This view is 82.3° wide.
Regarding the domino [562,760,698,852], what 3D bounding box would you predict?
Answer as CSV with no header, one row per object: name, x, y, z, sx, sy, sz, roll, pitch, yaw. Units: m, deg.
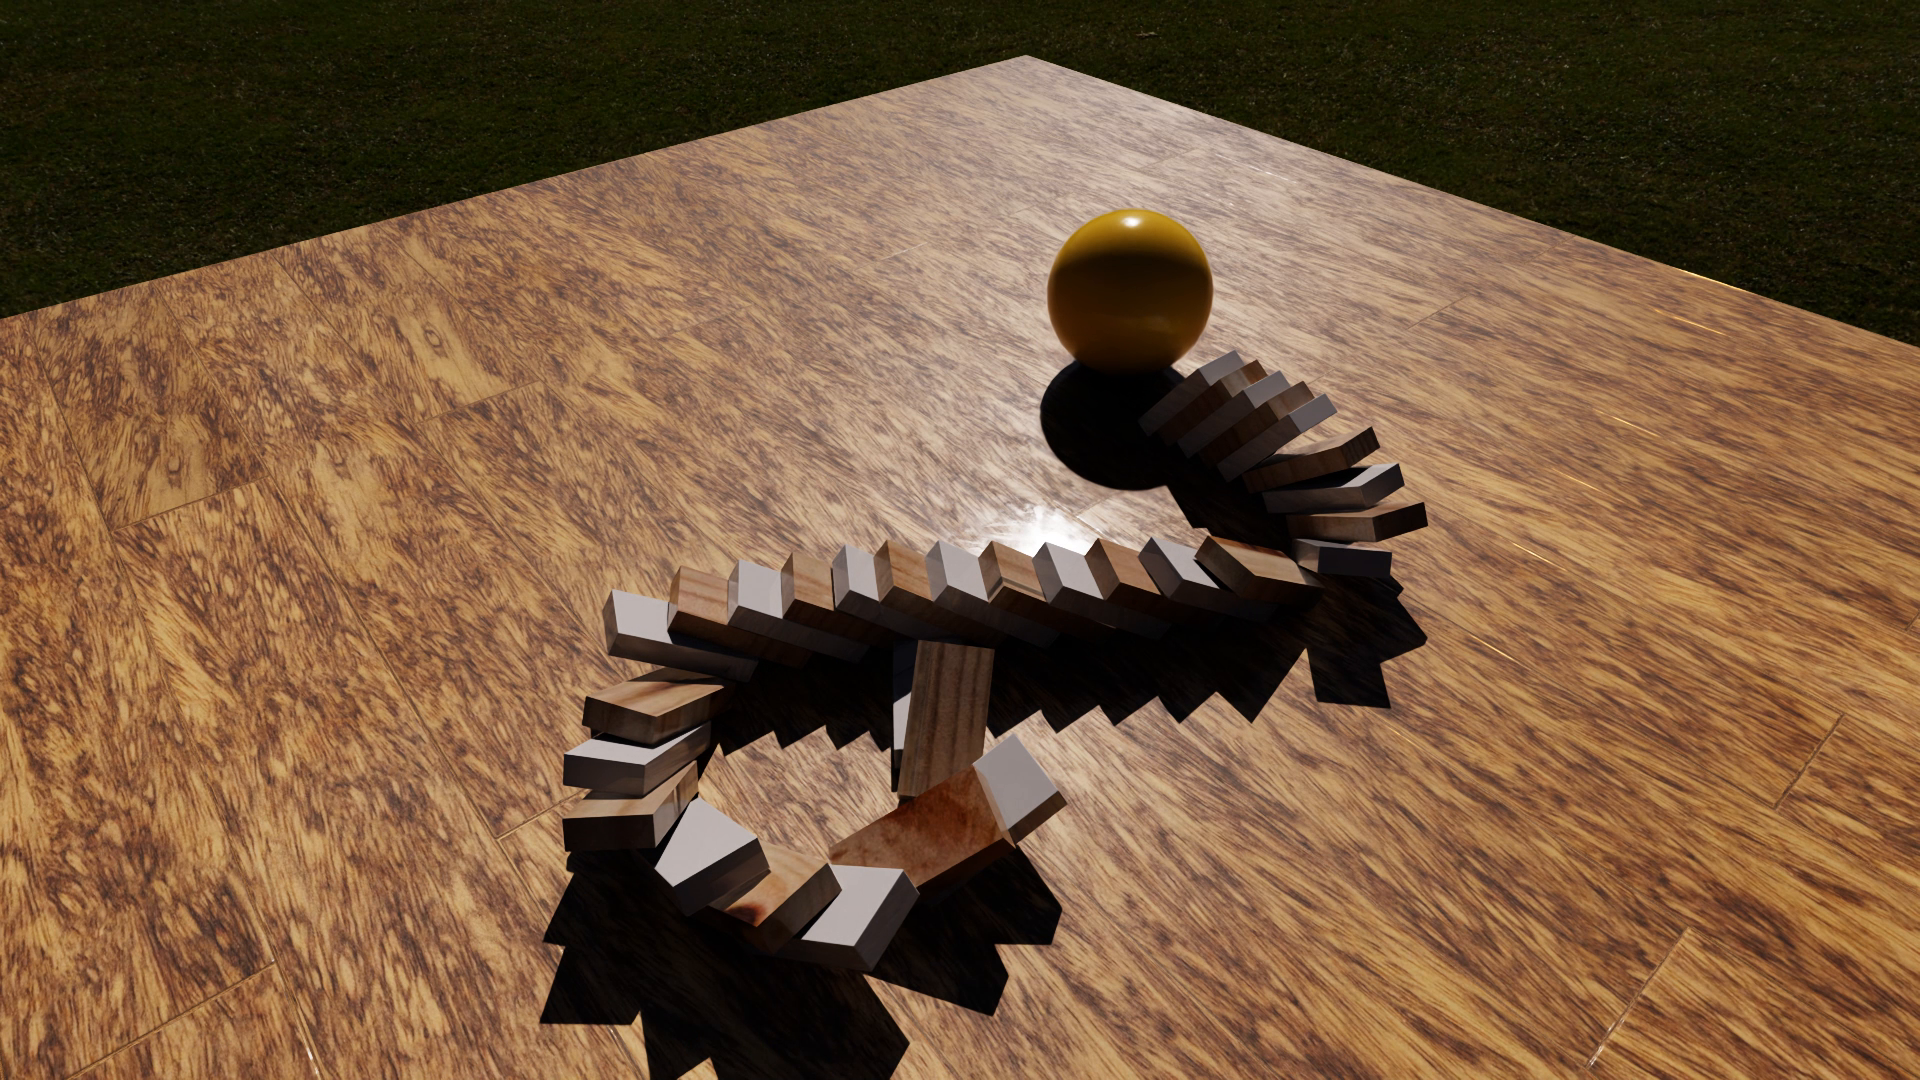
domino,-0.096,0.078,0.327,0.025,0.009,0.050,-3,5,0

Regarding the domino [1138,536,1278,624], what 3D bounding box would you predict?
domino,0.092,0.015,0.406,0.050,0.010,0.025,15,30,-32

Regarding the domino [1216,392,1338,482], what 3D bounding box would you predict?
domino,0.134,-0.043,0.467,0.025,0.050,0.009,-29,83,-30

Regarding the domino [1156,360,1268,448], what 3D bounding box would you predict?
domino,0.111,-0.060,0.488,0.025,0.050,0.010,-29,83,-30

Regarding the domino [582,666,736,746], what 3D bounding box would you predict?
domino,-0.097,0.053,0.359,0.025,0.009,0.050,13,9,15

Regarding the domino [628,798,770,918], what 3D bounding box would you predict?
domino,-0.076,0.089,0.315,0.025,0.009,0.050,-26,14,-28

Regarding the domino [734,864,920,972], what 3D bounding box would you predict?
domino,-0.038,0.102,0.300,0.050,0.009,0.025,-11,28,39

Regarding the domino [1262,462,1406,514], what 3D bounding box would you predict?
domino,0.151,-0.021,0.448,0.025,0.009,0.050,-27,13,-29

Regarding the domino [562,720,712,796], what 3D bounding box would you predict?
domino,-0.099,0.066,0.343,0.025,0.009,0.050,6,7,9

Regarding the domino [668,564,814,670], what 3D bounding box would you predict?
domino,-0.077,0.028,0.390,0.050,0.010,0.025,20,30,-24

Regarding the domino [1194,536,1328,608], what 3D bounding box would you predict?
domino,0.112,0.012,0.409,0.050,0.009,0.025,10,28,-42

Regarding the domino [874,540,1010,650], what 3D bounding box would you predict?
domino,-0.006,0.020,0.396,0.050,0.009,0.025,24,31,-27

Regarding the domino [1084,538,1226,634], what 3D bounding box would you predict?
domino,0.072,0.017,0.404,0.050,0.010,0.025,18,32,-28

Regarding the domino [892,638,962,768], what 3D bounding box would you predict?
domino,-0.010,0.055,0.376,0.025,0.009,0.050,-2,39,-3

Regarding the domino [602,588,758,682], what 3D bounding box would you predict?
domino,-0.097,0.033,0.382,0.050,0.010,0.025,17,25,-31

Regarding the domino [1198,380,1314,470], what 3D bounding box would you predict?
domino,0.127,-0.049,0.474,0.025,0.050,0.009,-29,83,-30

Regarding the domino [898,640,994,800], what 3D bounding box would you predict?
domino,-0.004,0.059,0.353,0.025,0.010,0.050,7,68,1

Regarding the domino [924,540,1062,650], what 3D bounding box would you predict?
domino,0.012,0.020,0.398,0.050,0.010,0.025,24,31,-27

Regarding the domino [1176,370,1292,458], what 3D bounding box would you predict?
domino,0.119,-0.054,0.481,0.025,0.050,0.009,-29,83,-30

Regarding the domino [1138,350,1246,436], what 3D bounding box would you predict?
domino,0.103,-0.065,0.494,0.025,0.050,0.010,-29,83,-30

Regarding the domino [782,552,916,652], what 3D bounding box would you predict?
domino,-0.039,0.023,0.396,0.050,0.010,0.025,21,33,-25

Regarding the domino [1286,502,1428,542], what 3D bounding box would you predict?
domino,0.154,-0.008,0.431,0.025,0.010,0.050,-15,7,-20

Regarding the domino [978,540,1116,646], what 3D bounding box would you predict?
domino,0.032,0.020,0.400,0.050,0.010,0.025,22,32,-26

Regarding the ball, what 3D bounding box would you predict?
ball,0.082,-0.119,0.533,0.080,0.080,0.080,0,39,0

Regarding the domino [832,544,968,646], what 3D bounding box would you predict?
domino,-0.021,0.021,0.396,0.050,0.010,0.025,24,31,-27

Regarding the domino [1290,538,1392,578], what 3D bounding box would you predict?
domino,0.142,0.006,0.414,0.025,0.010,0.050,5,4,6

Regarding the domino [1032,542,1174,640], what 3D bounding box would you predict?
domino,0.052,0.019,0.401,0.050,0.010,0.025,19,32,-27

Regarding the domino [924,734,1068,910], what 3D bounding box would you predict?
domino,0.004,0.083,0.327,0.050,0.010,0.025,-37,47,-5

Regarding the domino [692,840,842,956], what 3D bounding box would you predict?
domino,-0.058,0.097,0.306,0.050,0.010,0.025,-3,27,49

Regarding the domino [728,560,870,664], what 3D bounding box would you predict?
domino,-0.058,0.026,0.393,0.050,0.010,0.025,20,32,-24

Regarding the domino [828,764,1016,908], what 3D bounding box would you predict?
domino,-0.012,0.089,0.316,0.050,0.009,0.025,-31,48,6

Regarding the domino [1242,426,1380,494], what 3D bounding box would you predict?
domino,0.146,-0.033,0.458,0.025,0.009,0.050,-28,7,-36
